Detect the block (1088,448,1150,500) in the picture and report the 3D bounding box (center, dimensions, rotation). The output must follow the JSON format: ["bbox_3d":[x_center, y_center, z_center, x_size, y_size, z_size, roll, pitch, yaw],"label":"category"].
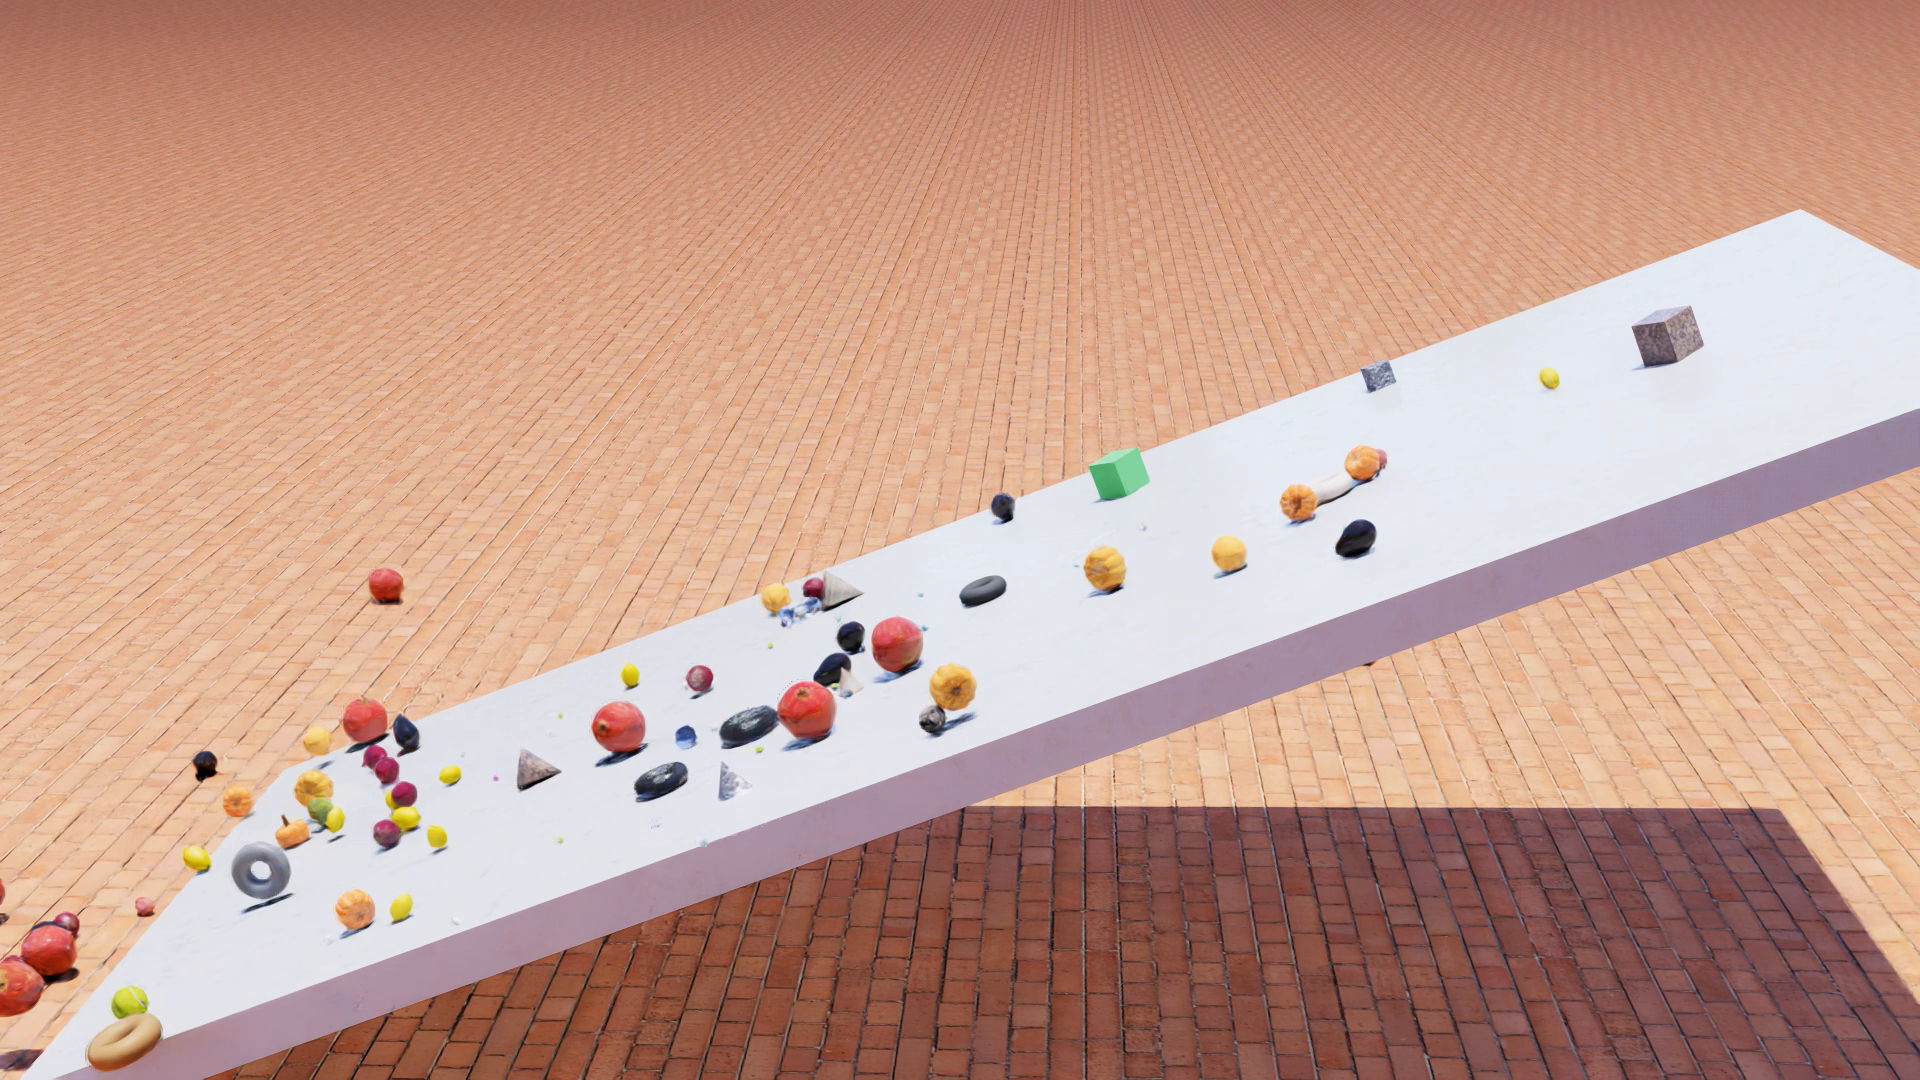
[{"bbox_3d":[0.372,-0.154,6.861,0.087,0.087,0.087,-31,15,-39],"label":"block"}]

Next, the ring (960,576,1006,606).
[{"bbox_3d":[0.050,0.109,6.380,0.108,0.036,0.108,-20,13,5],"label":"ring"}]

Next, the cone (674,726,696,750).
[{"bbox_3d":[-0.561,0.415,6.129,0.050,0.050,0.050,5,-7,21],"label":"cone"}]

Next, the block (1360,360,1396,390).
[{"bbox_3d":[0.981,-0.386,6.898,0.054,0.054,0.054,-24,12,-12],"label":"block"}]

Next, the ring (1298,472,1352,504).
[{"bbox_3d":[0.755,-0.107,6.086,0.118,0.039,0.118,-21,10,4],"label":"ring"}]

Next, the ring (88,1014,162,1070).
[{"bbox_3d":[-1.563,0.939,5.505,0.146,0.049,0.146,-21,19,8],"label":"ring"}]

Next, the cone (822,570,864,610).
[{"bbox_3d":[-0.271,0.122,6.878,0.096,0.096,0.096,4,13,-7],"label":"cone"}]

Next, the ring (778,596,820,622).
[{"bbox_3d":[-0.376,0.164,6.899,0.104,0.035,0.104,-20,12,5],"label":"ring"}]

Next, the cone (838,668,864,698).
[{"bbox_3d":[-0.233,0.285,6.038,0.058,0.058,0.058,-21,12,5],"label":"cone"}]

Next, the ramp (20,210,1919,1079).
[{"bbox_3d":[0.120,0.175,6.293,4.000,0.100,2.000,-20,12,7],"label":"ramp"}]

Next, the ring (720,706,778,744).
[{"bbox_3d":[-0.431,0.379,6.013,0.127,0.042,0.127,-20,13,5],"label":"ring"}]

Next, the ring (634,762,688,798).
[{"bbox_3d":[-0.596,0.479,5.865,0.116,0.039,0.116,-21,10,4],"label":"ring"}]

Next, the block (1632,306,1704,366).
[{"bbox_3d":[1.469,-0.423,6.103,0.091,0.091,0.091,-29,14,-33],"label":"block"}]

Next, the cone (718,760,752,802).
[{"bbox_3d":[-0.444,0.453,5.631,0.071,0.071,0.071,-21,12,5],"label":"cone"}]
